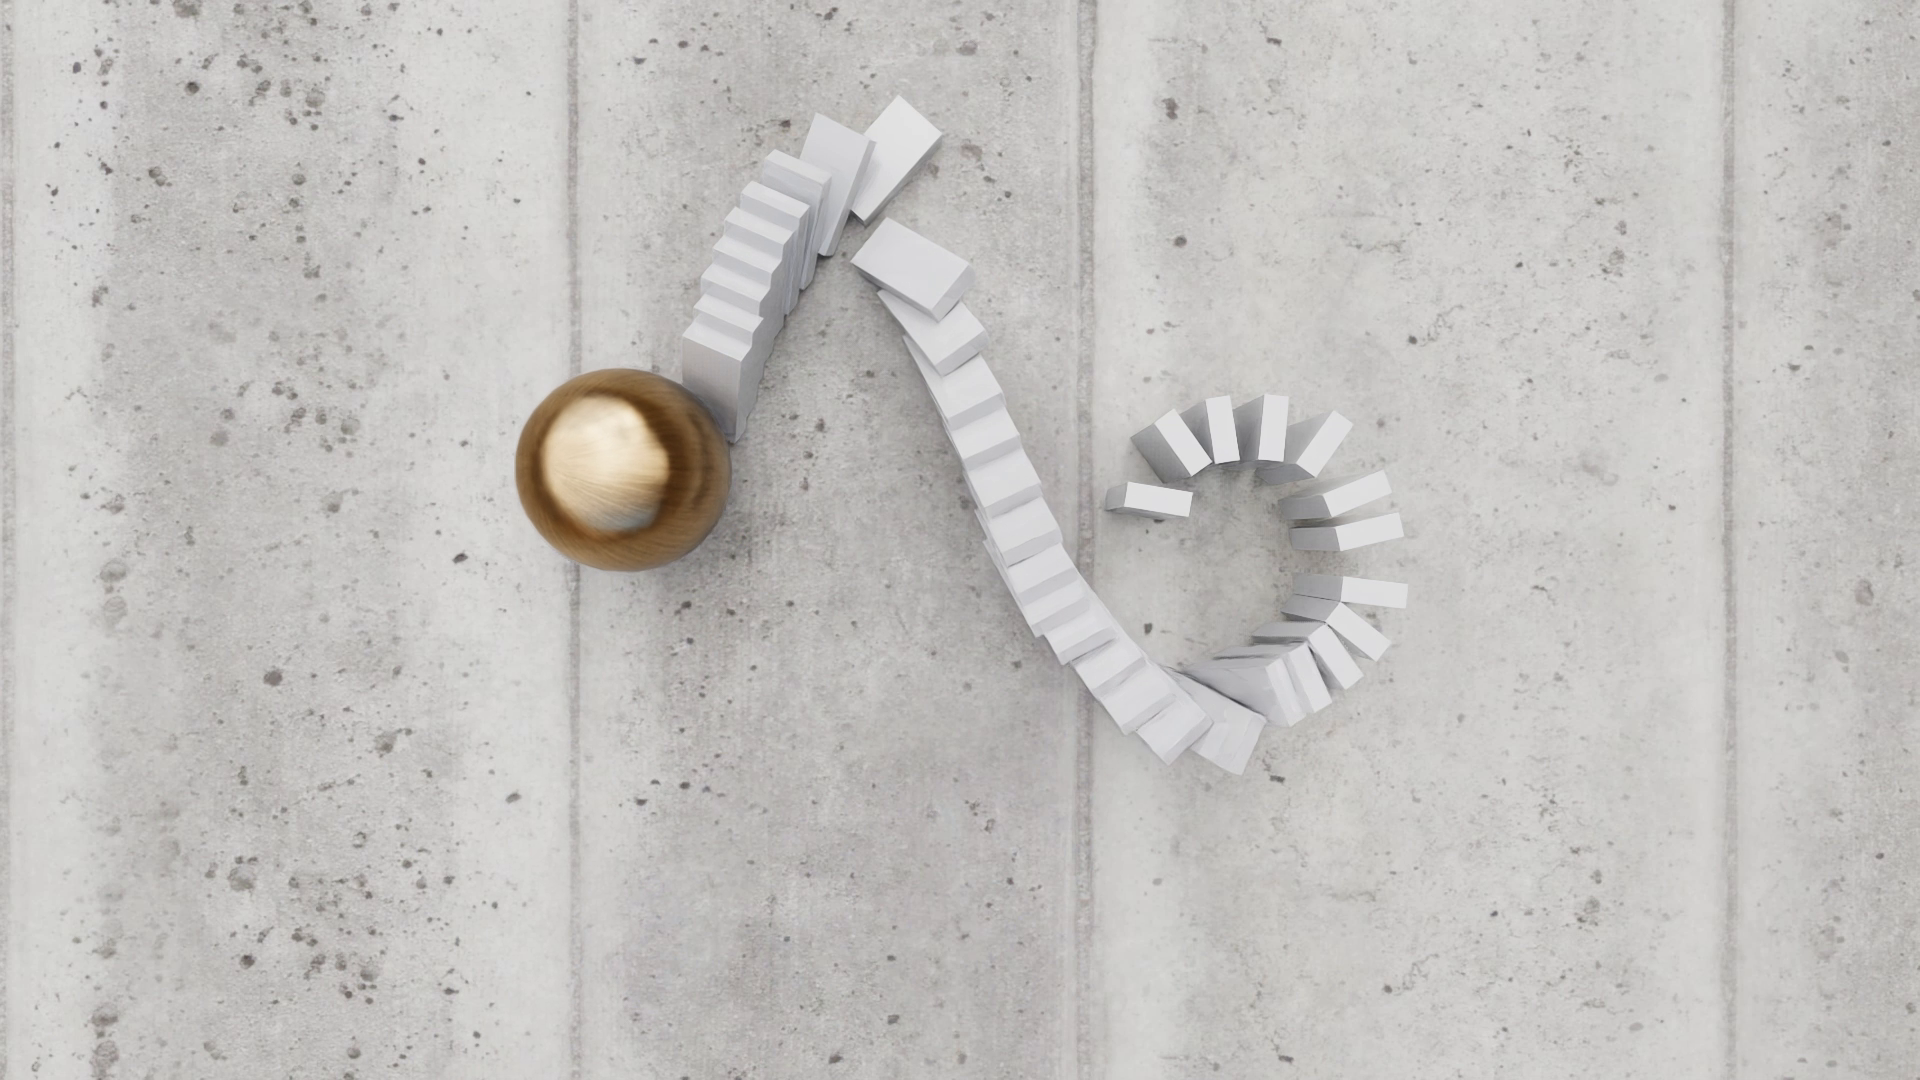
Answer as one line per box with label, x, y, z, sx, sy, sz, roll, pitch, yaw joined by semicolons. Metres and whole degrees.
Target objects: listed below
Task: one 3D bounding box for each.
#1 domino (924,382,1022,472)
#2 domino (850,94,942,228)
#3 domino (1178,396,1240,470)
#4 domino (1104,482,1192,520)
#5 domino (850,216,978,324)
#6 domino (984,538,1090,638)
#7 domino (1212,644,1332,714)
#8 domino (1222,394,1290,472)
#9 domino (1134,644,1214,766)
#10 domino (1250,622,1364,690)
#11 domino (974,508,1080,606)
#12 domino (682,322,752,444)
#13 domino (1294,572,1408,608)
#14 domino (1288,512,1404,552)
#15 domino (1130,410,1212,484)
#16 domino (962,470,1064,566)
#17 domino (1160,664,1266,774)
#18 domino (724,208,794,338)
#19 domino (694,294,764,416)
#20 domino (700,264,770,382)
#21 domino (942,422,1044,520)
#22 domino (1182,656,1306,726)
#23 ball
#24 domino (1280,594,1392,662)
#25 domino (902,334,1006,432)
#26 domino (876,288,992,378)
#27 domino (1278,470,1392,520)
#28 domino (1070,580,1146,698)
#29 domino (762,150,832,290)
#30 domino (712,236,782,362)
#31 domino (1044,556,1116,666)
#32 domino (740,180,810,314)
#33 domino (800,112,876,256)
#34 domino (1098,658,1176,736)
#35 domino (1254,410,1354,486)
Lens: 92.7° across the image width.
domino;0.004;-0.055;0.383;0.025;0.010;0.050;-24;60;0
domino;-0.033;-0.163;0.395;0.025;0.009;0.050;42;90;0
domino;0.100;-0.042;0.375;0.010;0.050;0.025;-9;90;0
domino;0.076;-0.016;0.375;0.025;0.050;0.010;9;90;0
domino;-0.020;-0.113;0.384;0.050;0.009;0.025;37;87;28
domino;0.031;0.014;0.380;0.025;0.009;0.050;-28;49;0
domino;0.126;0.057;0.375;0.010;0.050;0.025;-24;90;-21
domino;0.120;-0.043;0.375;0.009;0.050;0.025;5;90;0
domino;0.078;0.066;0.379;0.025;0.010;0.050;-43;47;0
domino;0.140;0.047;0.375;0.009;0.050;0.025;-35;90;-9
domino;0.027;0.001;0.379;0.025;0.010;0.050;-27;49;1
domino;-0.101;-0.064;0.377;0.025;0.050;0.010;23;53;0
domino;0.158;0.020;0.375;0.025;0.050;0.010;7;90;0
domino;0.157;-0.003;0.375;0.025;0.050;0.009;-13;90;0
domino;0.085;-0.037;0.375;0.010;0.050;0.025;-36;90;0
domino;0.021;-0.014;0.380;0.025;0.009;0.050;-24;49;0
domino;0.098;0.073;0.377;0.010;0.050;0.025;24;92;-38
domino;-0.084;-0.109;0.377;0.025;0.050;0.010;23;53;0
domino;-0.096;-0.075;0.377;0.025;0.050;0.010;23;53;0
domino;-0.093;-0.087;0.377;0.025;0.050;0.010;23;53;0
domino;0.013;-0.035;0.382;0.025;0.009;0.050;-24;56;0
domino;0.115;0.062;0.375;0.009;0.050;0.025;-24;92;-26
ball;-0.131;-0.027;0.360;0.080;0.080;0.080;0;90;0
domino;0.152;0.035;0.375;0.025;0.050;0.010;38;90;0
domino;-0.003;-0.071;0.383;0.025;0.009;0.050;-26;60;-1
domino;-0.011;-0.093;0.384;0.025;0.010;0.050;-35;61;0
domino;0.152;-0.018;0.375;0.025;0.050;0.009;-22;90;0
domino;0.052;0.038;0.381;0.025;0.009;0.050;-34;54;0
domino;-0.070;-0.131;0.379;0.025;0.050;0.010;24;46;0
domino;-0.089;-0.098;0.377;0.025;0.050;0.010;23;53;0
domino;0.041;0.025;0.380;0.025;0.010;0.050;-28;49;0
domino;-0.078;-0.119;0.377;0.025;0.050;0.010;23;53;0
domino;-0.057;-0.149;0.385;0.025;0.010;0.050;28;113;3
domino;0.064;0.053;0.380;0.025;0.010;0.050;-35;50;0
domino;0.139;-0.037;0.375;0.010;0.050;0.025;36;90;0
